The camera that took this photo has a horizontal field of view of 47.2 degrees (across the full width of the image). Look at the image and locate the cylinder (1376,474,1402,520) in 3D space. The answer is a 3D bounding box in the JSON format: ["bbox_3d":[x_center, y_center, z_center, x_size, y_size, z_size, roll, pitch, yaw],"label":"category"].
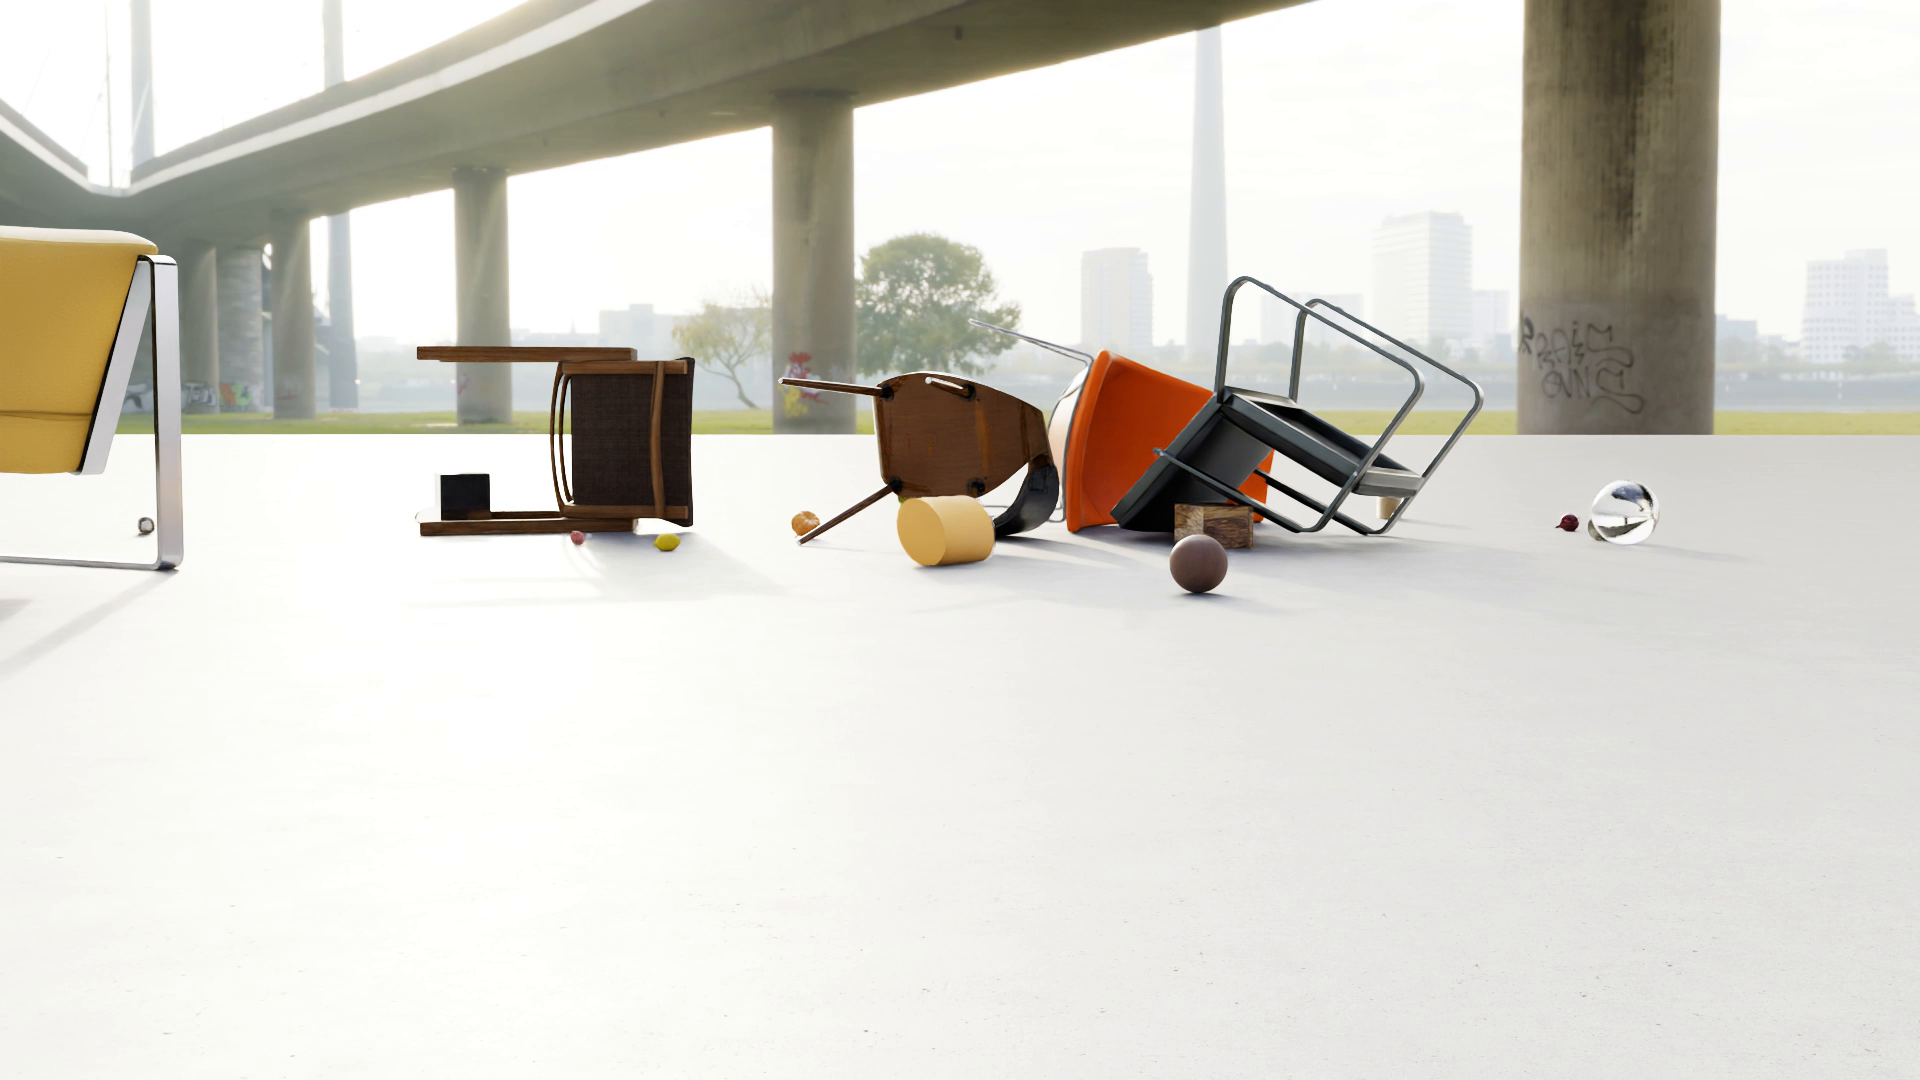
[{"bbox_3d":[1.493,-0.150,7.656,0.083,0.147,0.208,0,4,5],"label":"cylinder"}]

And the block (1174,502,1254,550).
[{"bbox_3d":[0.723,-0.041,6.271,0.150,0.119,0.224,-1,4,-15],"label":"block"}]

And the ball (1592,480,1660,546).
[{"bbox_3d":[1.914,-0.079,6.319,0.188,0.188,0.188,0,4,0],"label":"ball"}]

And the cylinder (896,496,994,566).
[{"bbox_3d":[-0.037,-0.025,5.657,0.195,0.189,0.147,-5,-35,-50],"label":"cylinder"}]

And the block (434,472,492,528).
[{"bbox_3d":[-1.626,-0.131,7.185,0.160,0.175,0.180,-1,4,-19],"label":"block"}]
